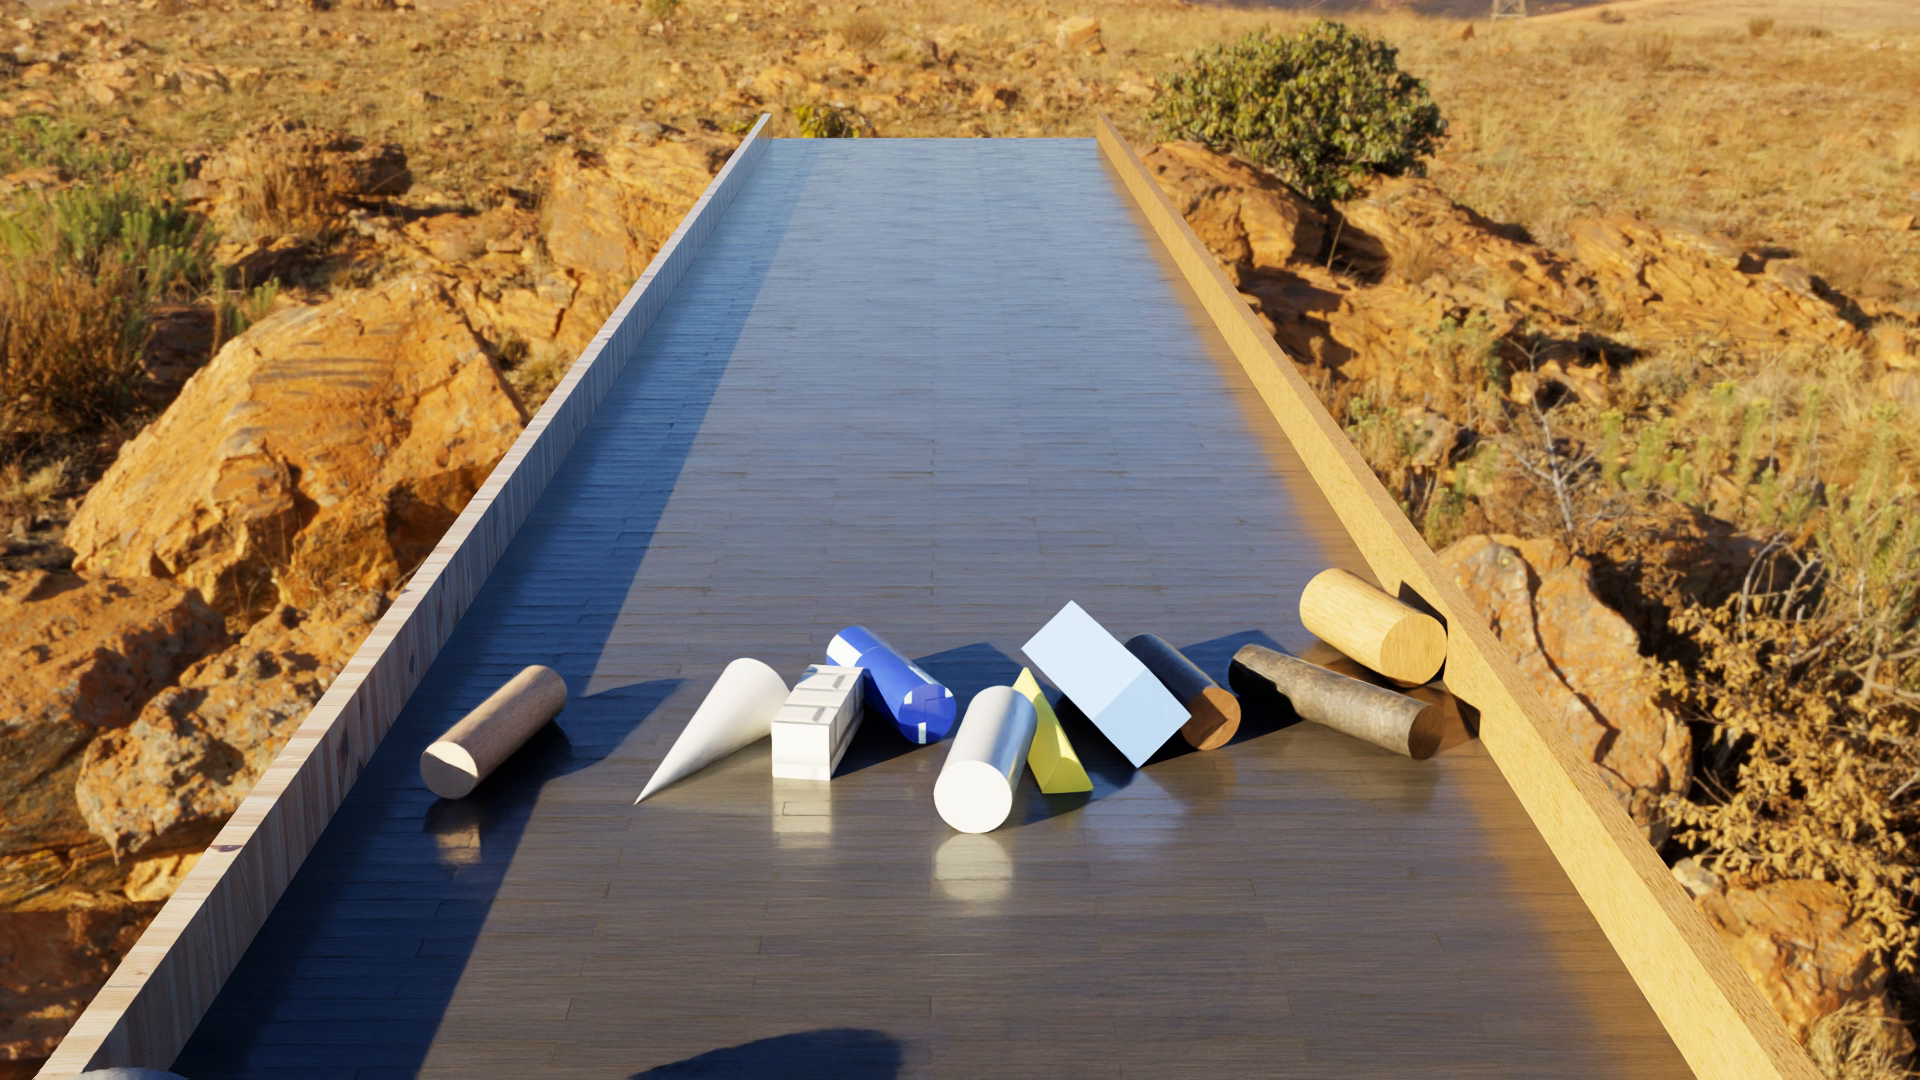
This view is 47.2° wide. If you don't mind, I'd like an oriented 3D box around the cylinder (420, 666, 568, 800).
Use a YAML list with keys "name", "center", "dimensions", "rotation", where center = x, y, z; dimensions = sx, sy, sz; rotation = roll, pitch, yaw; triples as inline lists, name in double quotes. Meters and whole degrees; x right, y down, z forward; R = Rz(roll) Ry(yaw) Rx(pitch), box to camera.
- name: "cylinder"
  center: [-0.823, 0.337, 3.911]
  dimensions: [0.105, 0.105, 0.391]
  rotation: [4, 17, 12]

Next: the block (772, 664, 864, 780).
- name: "block"
  center: [-0.253, 0.325, 3.957]
  dimensions: [0.101, 0.101, 0.300]
  rotation: [3, 17, 9]

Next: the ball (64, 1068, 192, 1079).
- name: "ball"
  center: [-0.859, 0.711, 2.234]
  dimensions: [0.342, 0.342, 0.342]
  rotation: [0, 17, 0]

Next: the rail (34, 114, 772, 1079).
- name: "rail"
  center: [-1.118, -0.838, 7.780]
  dimensions: [0.050, 0.150, 12.000]
  rotation: [0, 17, -1]

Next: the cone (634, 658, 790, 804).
- name: "cone"
  center: [-0.461, 0.365, 3.868]
  dimensions: [0.150, 0.150, 0.384]
  rotation: [9, 30, 28]

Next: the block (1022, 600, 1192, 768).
- name: "block"
  center: [0.263, 0.259, 4.027]
  dimensions: [0.133, 0.133, 0.392]
  rotation: [-44, 23, -1]

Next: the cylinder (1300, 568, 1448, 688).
- name: "cylinder"
  center: [0.821, 0.172, 4.386]
  dimensions: [0.150, 0.150, 0.316]
  rotation: [-6, 18, -19]

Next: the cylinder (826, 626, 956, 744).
- name: "cylinder"
  center: [-0.133, 0.268, 4.124]
  dimensions: [0.115, 0.115, 0.353]
  rotation: [-7, 18, -23]

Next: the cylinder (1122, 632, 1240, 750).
- name: "cylinder"
  center: [0.401, 0.277, 4.089]
  dimensions: [0.117, 0.117, 0.324]
  rotation: [-5, 17, -17]

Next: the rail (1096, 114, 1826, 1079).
- name: "rail"
  center: [0.932, -0.844, 7.801]
  dimensions: [0.050, 0.150, 12.000]
  rotation: [0, 17, -1]

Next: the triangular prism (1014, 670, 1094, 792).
- name: "triangular prism"
  center: [0.155, 0.335, 3.955]
  dimensions: [0.090, 0.078, 0.411]
  rotation: [-2, 17, -8]

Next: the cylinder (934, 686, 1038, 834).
- name: "cylinder"
  center: [0.048, 0.370, 3.757]
  dimensions: [0.128, 0.128, 0.352]
  rotation: [3, 17, 8]

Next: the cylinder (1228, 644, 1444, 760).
- name: "cylinder"
  center: [0.688, 0.295, 4.057]
  dimensions: [0.102, 0.102, 0.433]
  rotation: [-13, 21, -38]
